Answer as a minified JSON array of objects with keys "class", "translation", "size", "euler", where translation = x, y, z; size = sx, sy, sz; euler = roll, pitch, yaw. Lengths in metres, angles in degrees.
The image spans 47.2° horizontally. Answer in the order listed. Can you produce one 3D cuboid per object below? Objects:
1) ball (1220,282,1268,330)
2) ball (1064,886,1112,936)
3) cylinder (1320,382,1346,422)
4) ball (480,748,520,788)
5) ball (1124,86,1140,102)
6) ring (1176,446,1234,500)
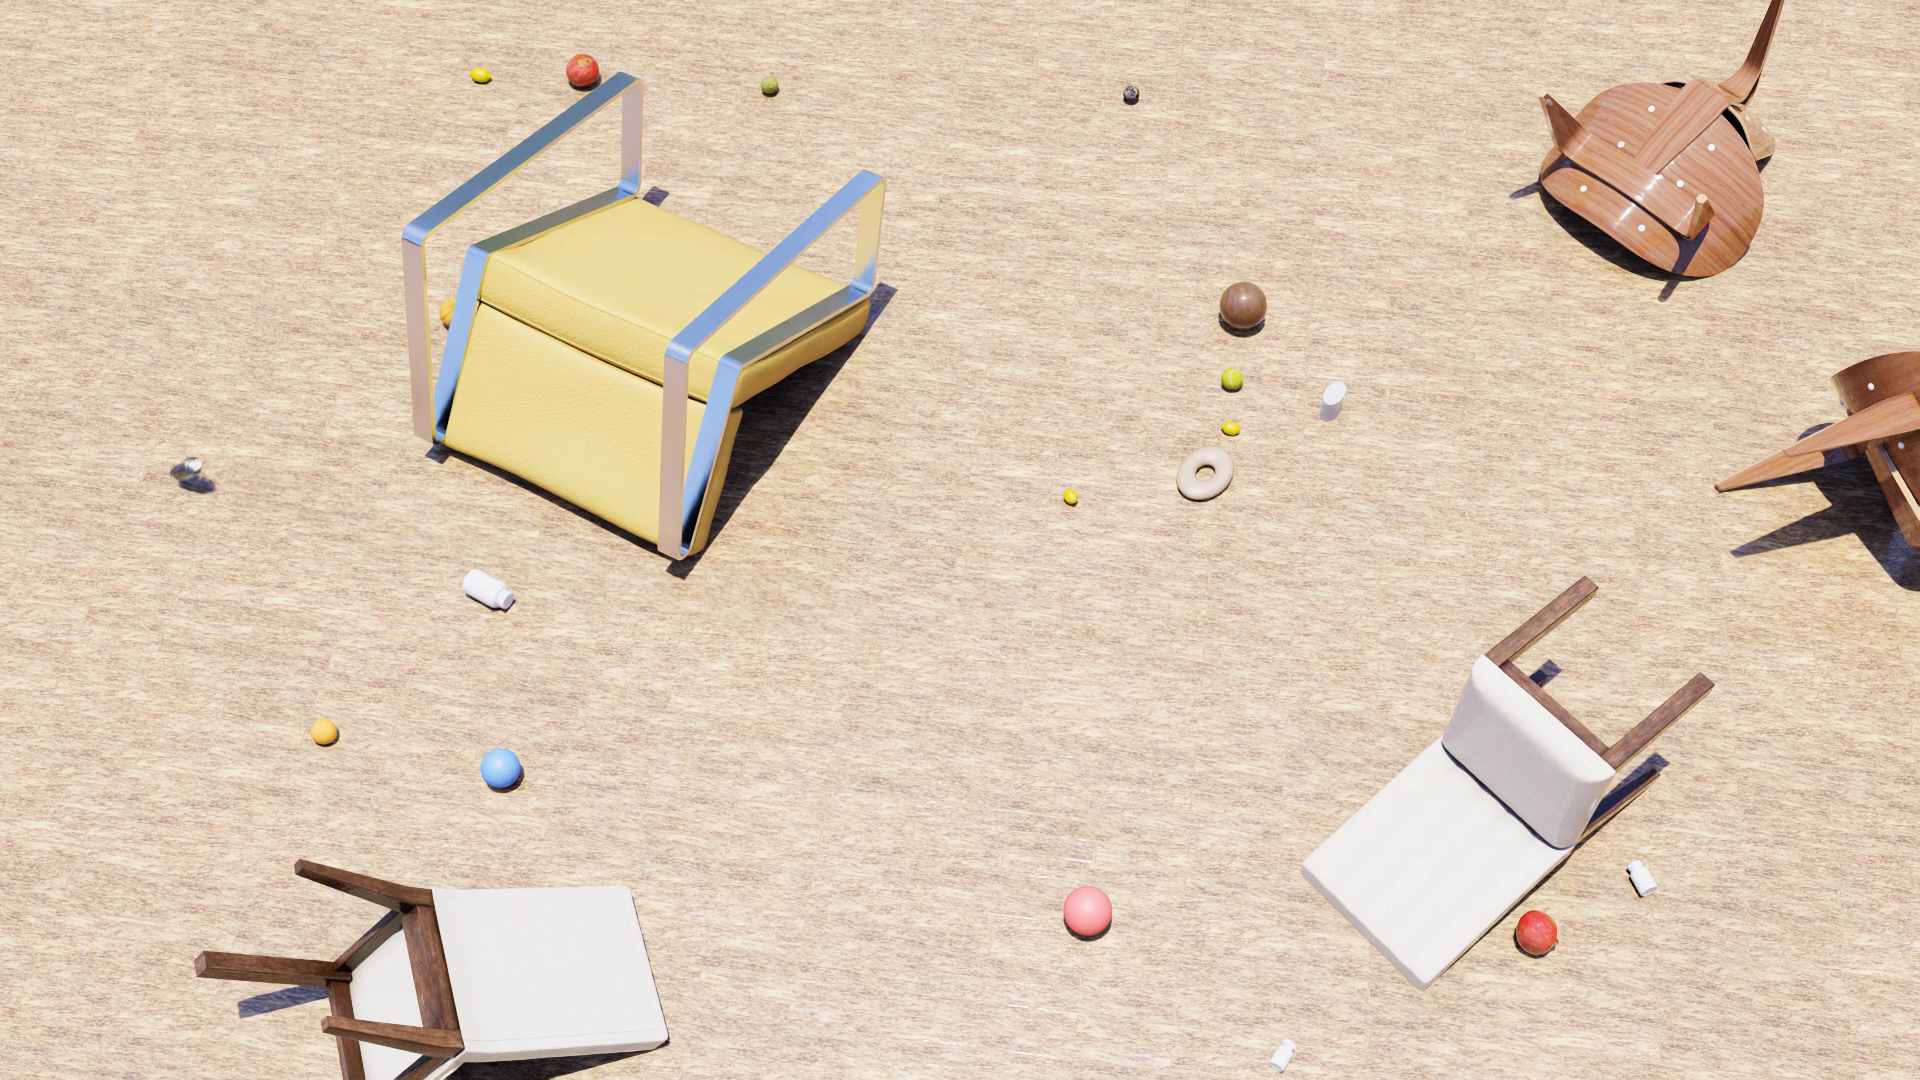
[{"class":"ball","translation":[0.900,-0.745,6.983],"size":[0.152,0.152,0.152],"euler":[0,56,0]},{"class":"ball","translation":[0.339,0.984,5.836],"size":[0.130,0.130,0.130],"euler":[0,56,0]},{"class":"cylinder","translation":[1.154,-0.428,6.808],"size":[0.059,0.088,0.101],"euler":[27,60,17]},{"class":"ball","translation":[-1.271,0.631,6.085],"size":[0.109,0.109,0.109],"euler":[0,56,0]},{"class":"ball","translation":[0.589,-1.536,7.571],"size":[0.057,0.057,0.057],"euler":[0,56,0]},{"class":"ring","translation":[0.746,-0.204,6.687],"size":[0.159,0.040,0.212],"euler":[31,61,19]}]
